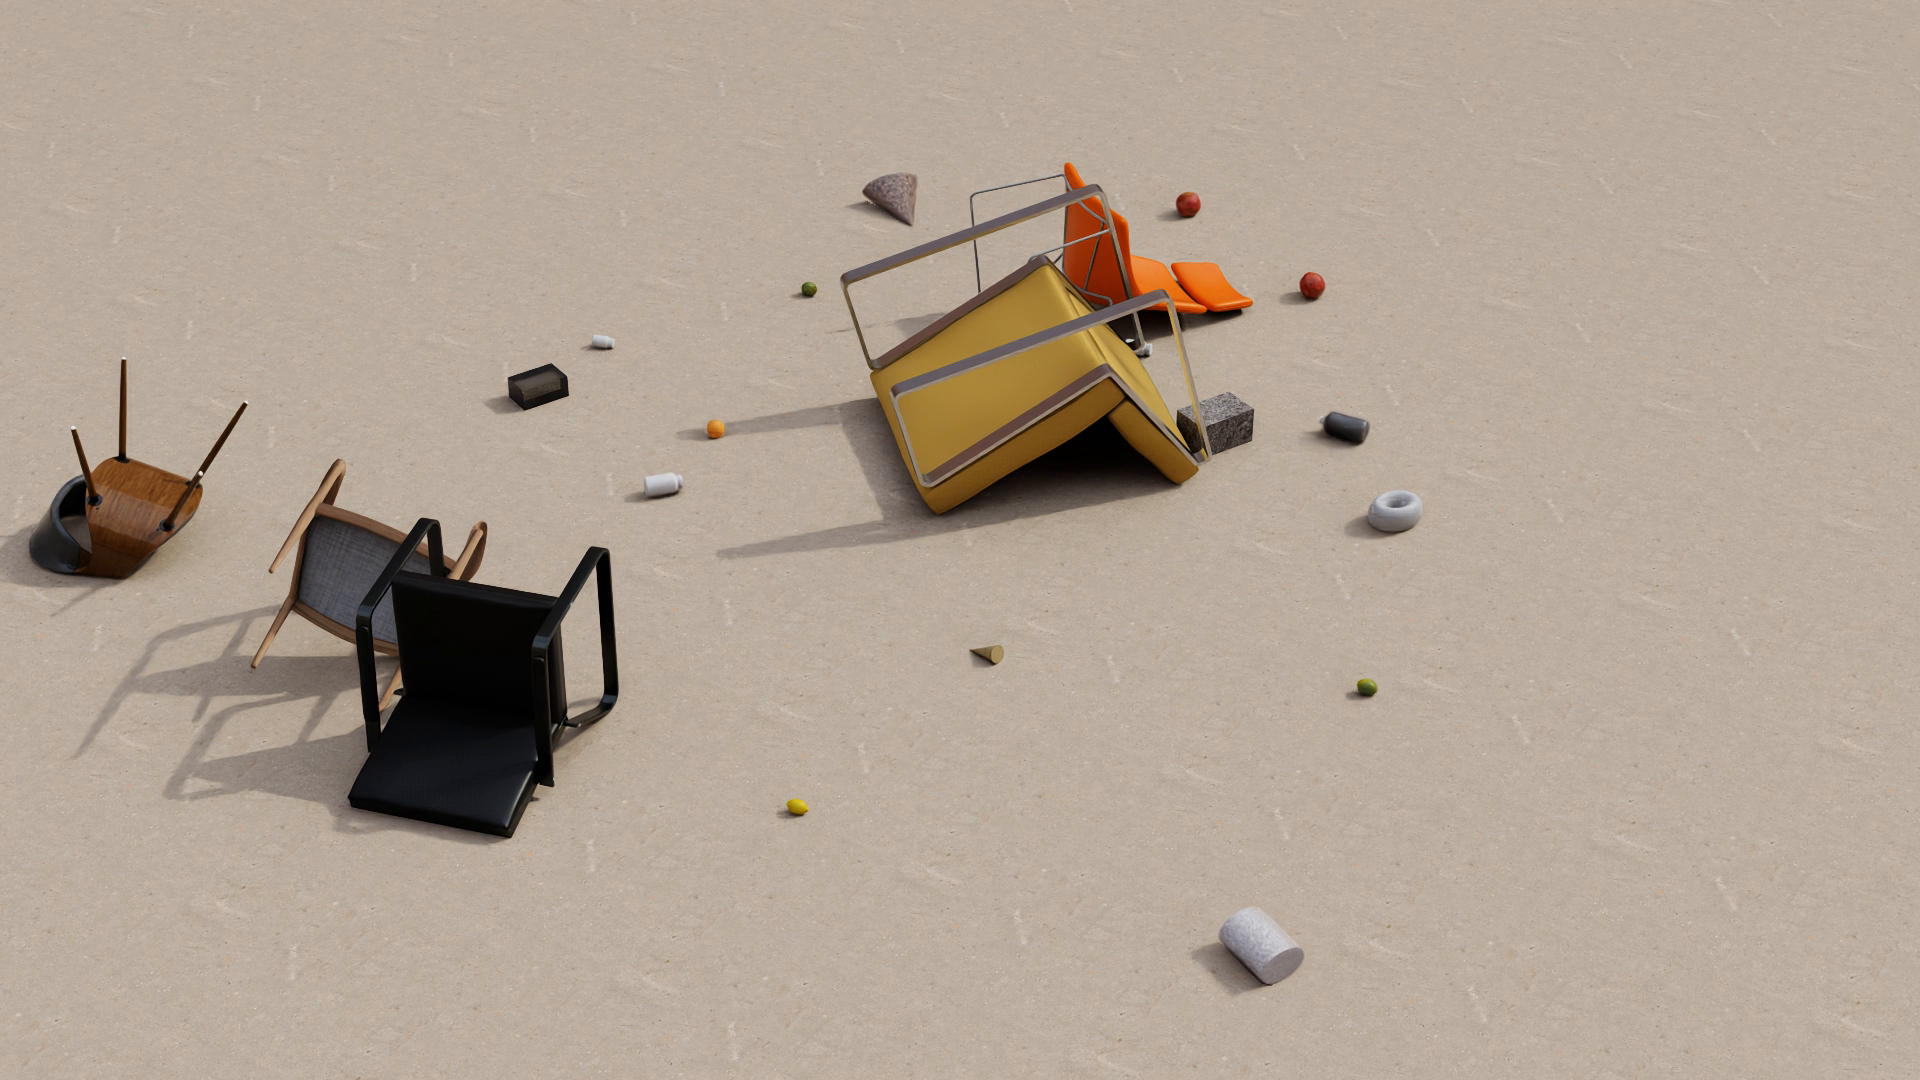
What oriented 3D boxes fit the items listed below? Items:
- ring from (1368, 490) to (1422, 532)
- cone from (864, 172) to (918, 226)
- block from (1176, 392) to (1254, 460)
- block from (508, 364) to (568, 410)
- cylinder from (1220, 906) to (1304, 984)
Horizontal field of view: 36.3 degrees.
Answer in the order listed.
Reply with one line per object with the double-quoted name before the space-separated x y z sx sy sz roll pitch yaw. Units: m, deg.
"ring" 1.637 -0.109 11.020 0.226 0.101 0.170 -16 38 -25
"cone" -0.262 -1.499 13.160 0.264 0.130 0.311 -15 48 -13
"block" 0.999 -0.449 11.493 0.255 0.146 0.162 -20 38 -27
"block" -1.697 -0.617 11.797 0.201 0.092 0.131 -21 39 -29
"cylinder" 0.922 1.236 8.960 0.165 0.119 0.219 -23 40 -22
